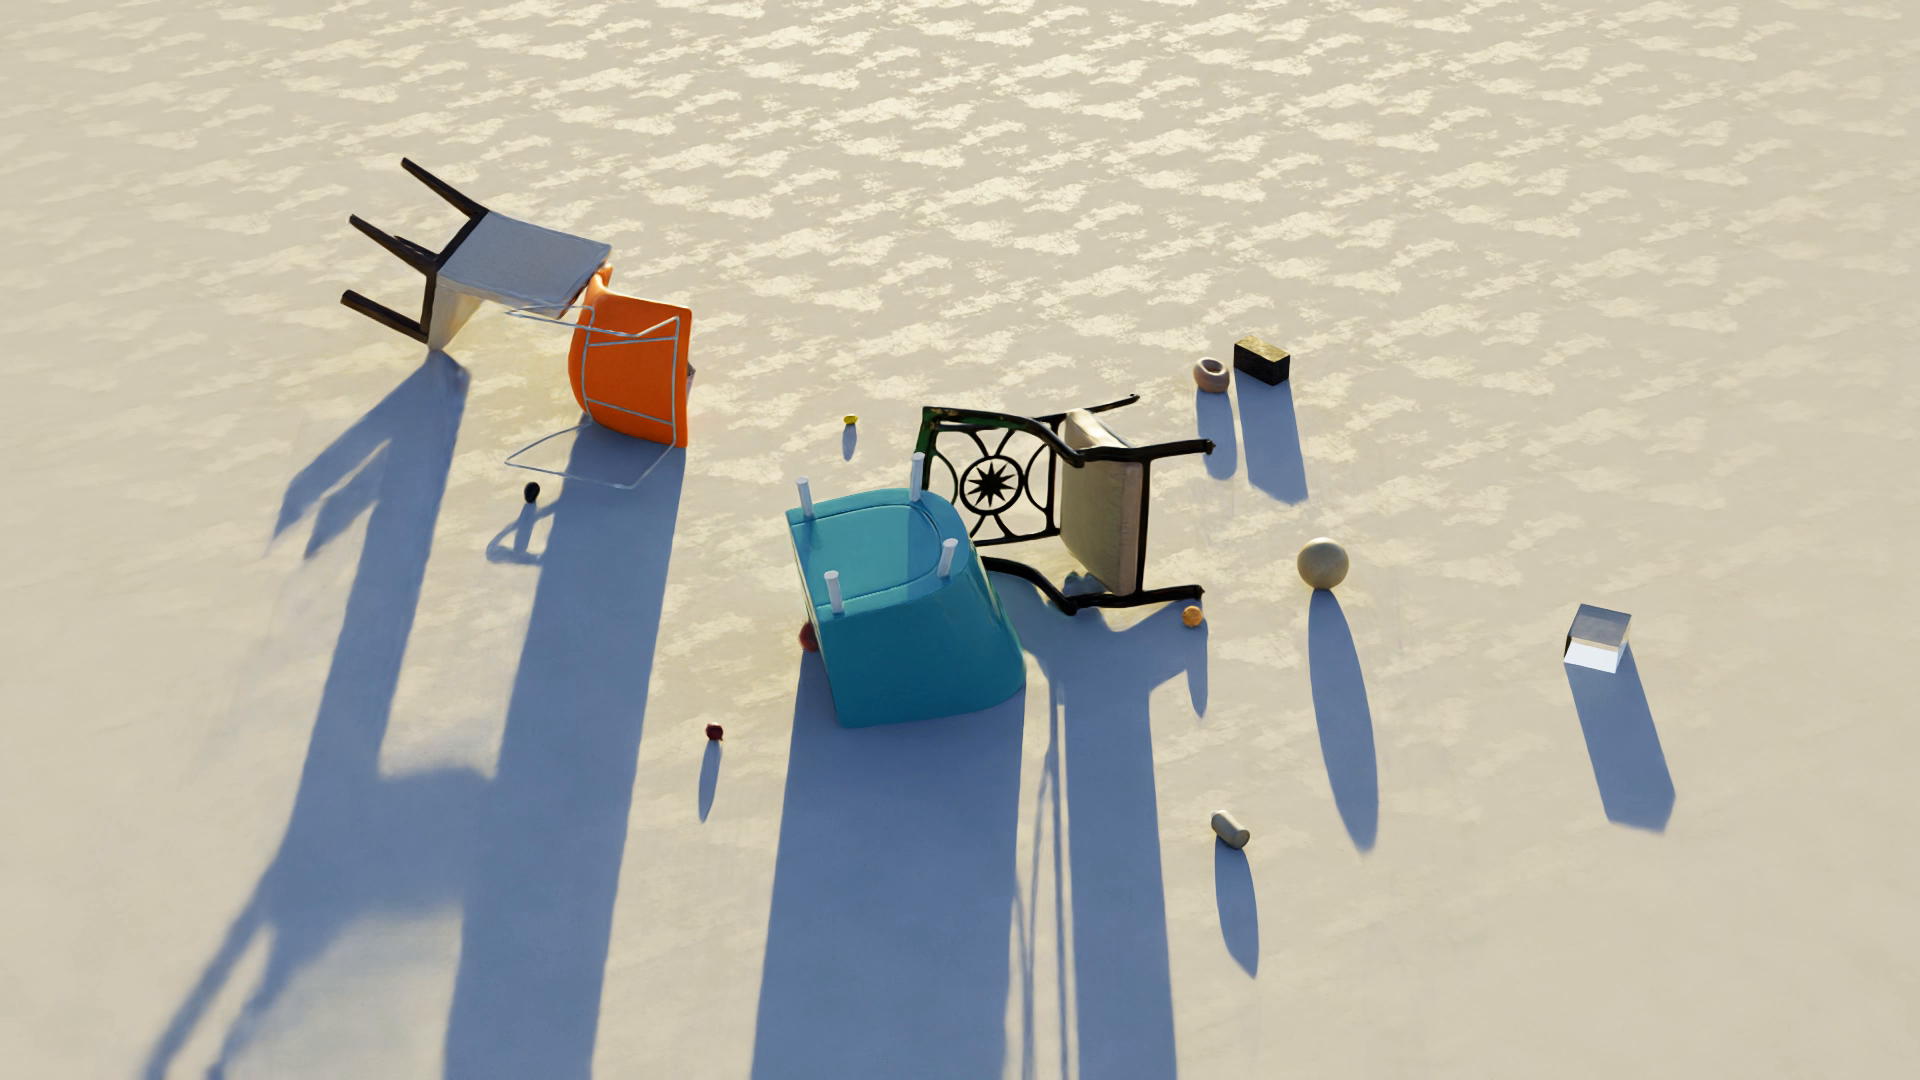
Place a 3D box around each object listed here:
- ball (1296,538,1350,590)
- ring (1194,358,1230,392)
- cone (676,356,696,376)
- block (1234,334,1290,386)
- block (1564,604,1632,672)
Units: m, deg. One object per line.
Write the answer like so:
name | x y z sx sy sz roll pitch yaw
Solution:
ball | 1.318 0.085 10.643 0.189 0.189 0.189 0 33 0
ring | 1.019 -0.667 11.879 0.140 0.082 0.199 -7 35 -18
cone | -1.106 -0.703 11.979 0.071 0.079 0.097 11 13 -43
block | 1.230 -0.732 11.953 0.100 0.113 0.218 -27 42 -34
block | 2.245 0.345 10.320 0.182 0.111 0.217 13 36 19
